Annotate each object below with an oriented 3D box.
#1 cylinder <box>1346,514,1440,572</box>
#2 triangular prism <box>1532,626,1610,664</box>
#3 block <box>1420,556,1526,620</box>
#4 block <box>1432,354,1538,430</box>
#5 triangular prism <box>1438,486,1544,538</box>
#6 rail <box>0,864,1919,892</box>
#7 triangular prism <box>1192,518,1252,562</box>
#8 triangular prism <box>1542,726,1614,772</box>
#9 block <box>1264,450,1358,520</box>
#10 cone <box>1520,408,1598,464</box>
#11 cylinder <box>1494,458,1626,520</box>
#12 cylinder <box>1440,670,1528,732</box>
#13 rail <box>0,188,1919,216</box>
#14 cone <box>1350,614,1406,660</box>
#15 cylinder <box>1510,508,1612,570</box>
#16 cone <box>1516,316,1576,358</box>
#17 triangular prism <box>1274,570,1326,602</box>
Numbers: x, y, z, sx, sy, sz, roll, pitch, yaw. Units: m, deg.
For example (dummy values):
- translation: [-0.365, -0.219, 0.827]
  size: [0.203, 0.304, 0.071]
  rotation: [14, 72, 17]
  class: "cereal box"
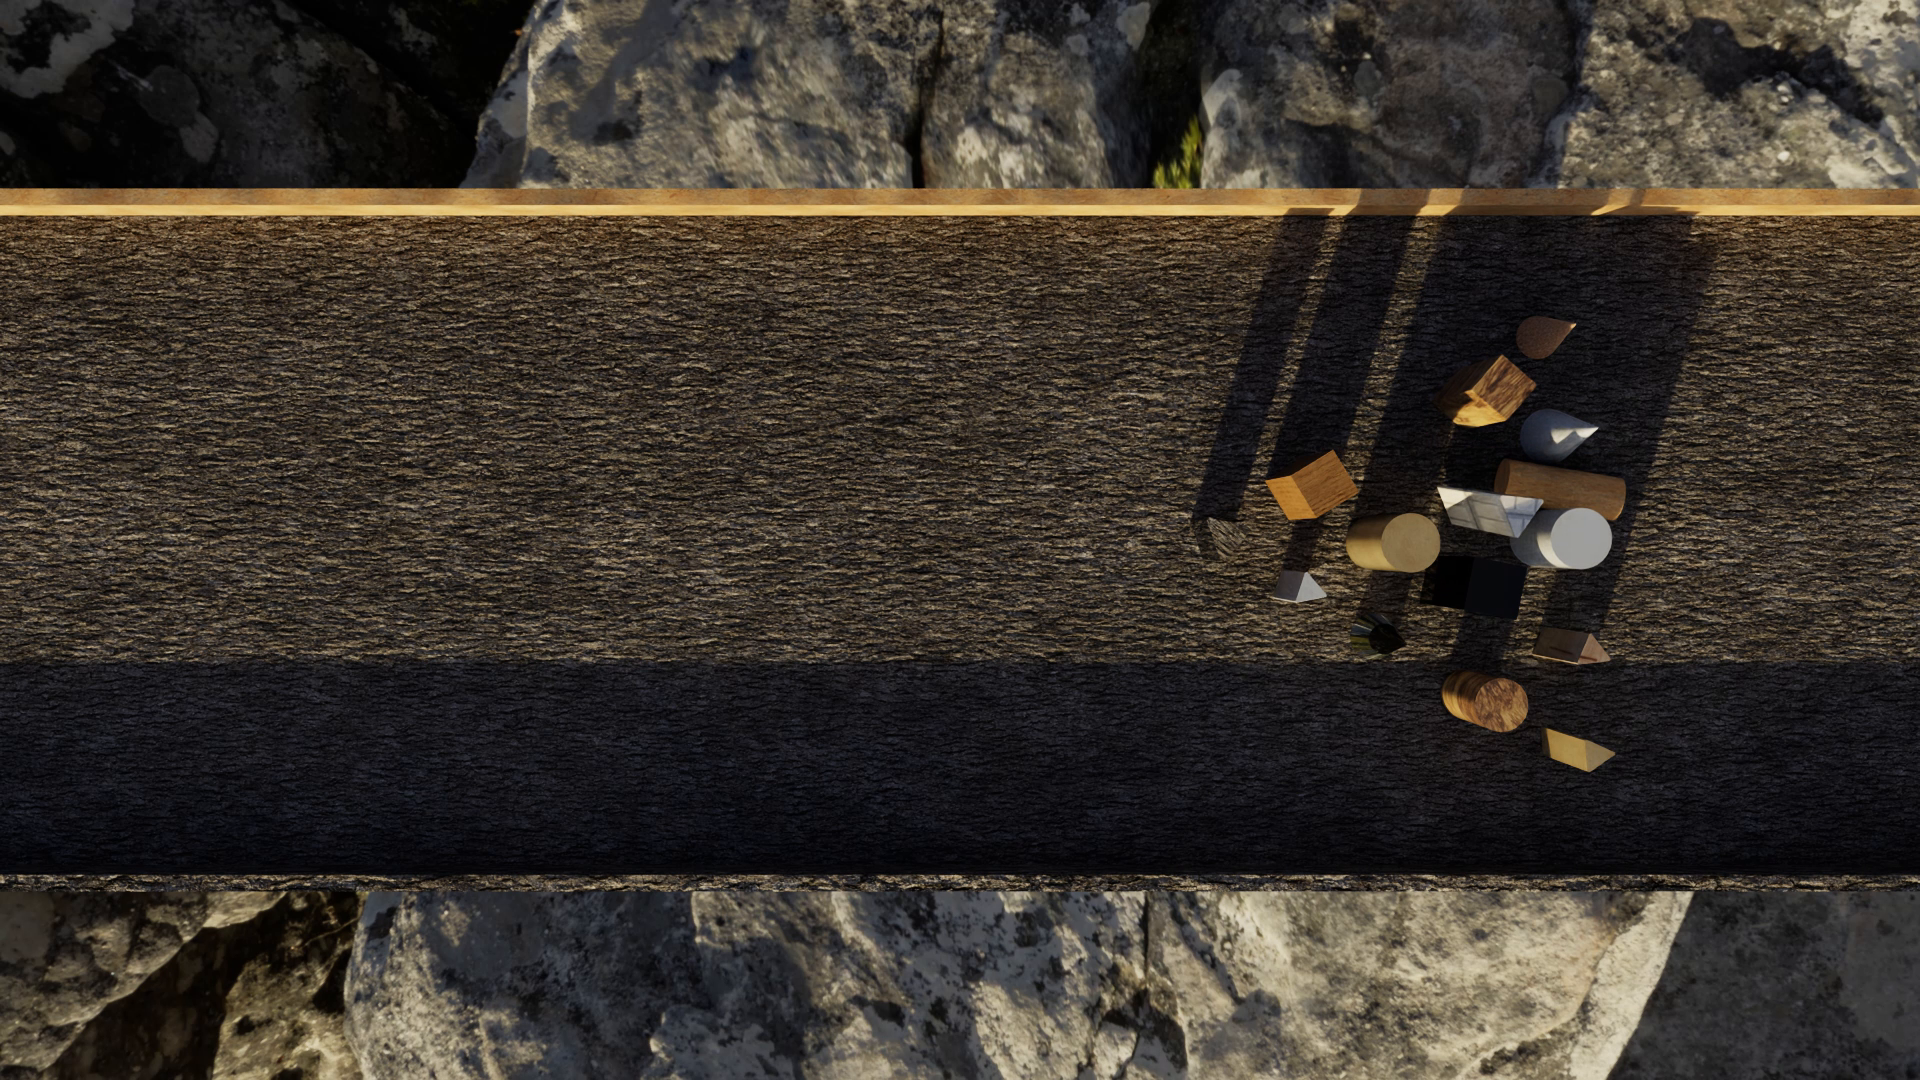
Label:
- translation: [1.271, 0.008, 4.862]
  size: [0.168, 0.430, 0.168]
  rotation: [0, 90, 0]
  class: "cylinder"
- translation: [1.803, 0.307, 4.890]
  size: [0.094, 0.373, 0.082]
  rotation: [-7, 90, 0]
  class: "triangular prism"
- translation: [1.502, 0.136, 4.851]
  size: [0.151, 0.451, 0.151]
  rotation: [11, 90, 0]
  class: "block"
- translation: [1.543, -0.433, 4.875]
  size: [0.133, 0.404, 0.133]
  rotation: [41, 90, 0]
  class: "block"
- translation: [1.573, -0.109, 4.871]
  size: [0.113, 0.406, 0.130]
  rotation: [-25, 99, -6]
  class: "triangular prism"
- translation: [-2.247, 1.025, 5.001]
  size: [12.000, 0.150, 0.050]
  rotation: [0, 90, 0]
  class: "rail"
- translation: [0.754, -0.024, 4.907]
  size: [0.114, 0.338, 0.131]
  rotation: [42, 90, 0]
  class: "triangular prism"
- translation: [1.813, 0.605, 4.897]
  size: [0.093, 0.360, 0.080]
  rotation: [-35, 90, 0]
  class: "triangular prism"
- translation: [1.035, -0.159, 4.877]
  size: [0.141, 0.400, 0.141]
  rotation: [-32, 90, 0]
  class: "block"
- translation: [1.811, -0.319, 4.875]
  size: [0.172, 0.403, 0.172]
  rotation: [0, 90, 0]
  class: "cone"
- translation: [1.820, -0.154, 5.011]
  size: [0.353, 0.132, 0.132]
  rotation: [10, 90, 0]
  class: "cylinder"
- translation: [1.556, 0.474, 4.907]
  size: [0.154, 0.339, 0.154]
  rotation: [0, 90, 0]
  class: "cylinder"
- translation: [-2.247, -1.025, 5.002]
  size: [12.000, 0.150, 0.050]
  rotation: [0, 90, 0]
  class: "rail"
- translation: [1.272, 0.297, 4.882]
  size: [0.143, 0.389, 0.143]
  rotation: [0, 90, 0]
  class: "cone"
- translation: [1.779, -0.004, 4.900]
  size: [0.176, 0.353, 0.176]
  rotation: [0, 90, 0]
  class: "cylinder"
- translation: [1.778, -0.624, 4.916]
  size: [0.133, 0.322, 0.133]
  rotation: [0, 90, 0]
  class: "cone"
- translation: [1.001, 0.131, 4.905]
  size: [0.091, 0.343, 0.079]
  rotation: [-11, 90, 0]
  class: "triangular prism"
